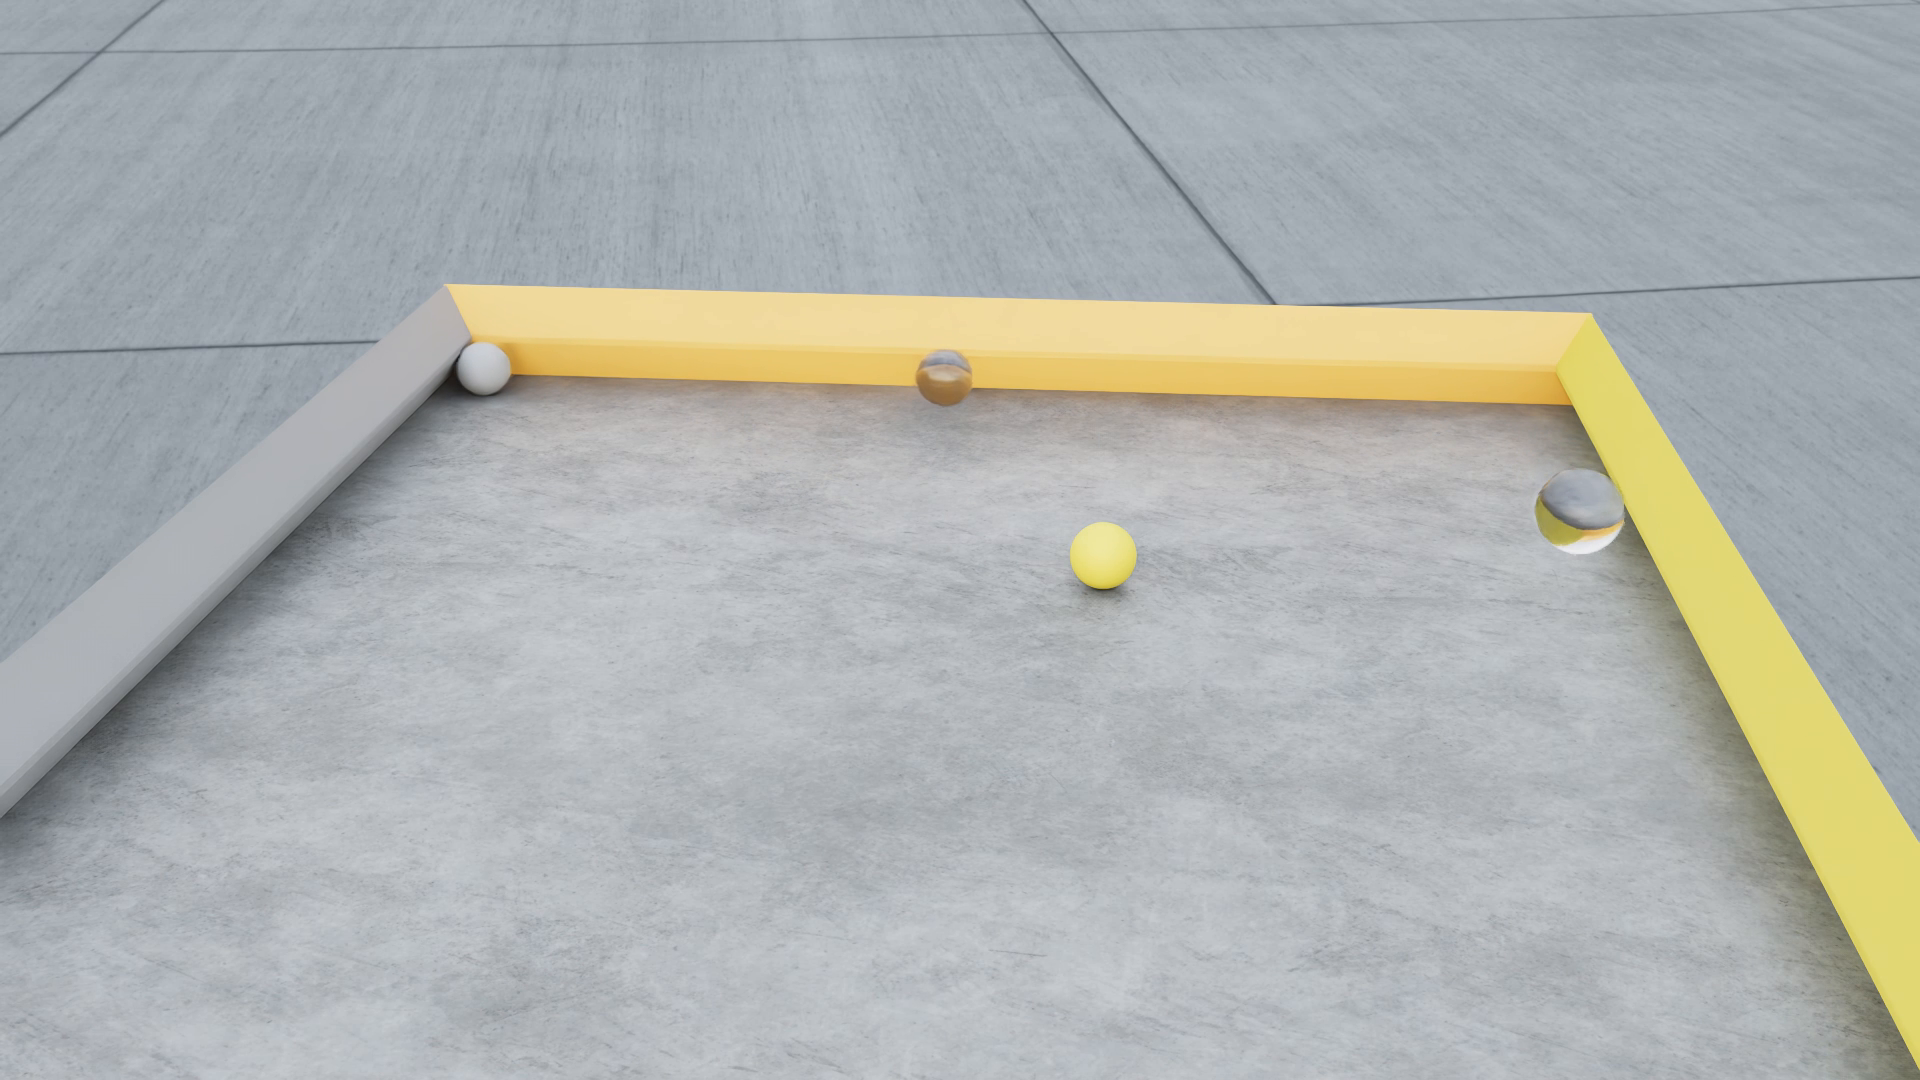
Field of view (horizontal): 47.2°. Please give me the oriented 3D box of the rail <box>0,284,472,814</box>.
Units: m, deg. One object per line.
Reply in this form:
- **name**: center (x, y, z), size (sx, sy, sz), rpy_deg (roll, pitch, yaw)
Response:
- **rail**: center (-0.783, 0.185, 1.788), size (0.045, 0.121, 2.529), rpy_deg (2, 22, 5)

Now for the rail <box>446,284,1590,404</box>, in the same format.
- **rail**: center (0.057, -0.250, 2.872), size (1.501, 0.121, 0.045), rpy_deg (2, 22, 5)

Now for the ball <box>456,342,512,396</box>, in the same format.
- **ball**: center (-0.623, -0.225, 2.880), size (0.070, 0.070, 0.070), rpy_deg (0, 22, 0)

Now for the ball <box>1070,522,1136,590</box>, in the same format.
- **ball**: center (0.149, 0.016, 2.281), size (0.070, 0.070, 0.070), rpy_deg (0, 22, 0)

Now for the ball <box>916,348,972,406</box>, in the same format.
- **ball**: center (-0.020, -0.210, 2.839), size (0.074, 0.074, 0.074), rpy_deg (0, 22, 0)

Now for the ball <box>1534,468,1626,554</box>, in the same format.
- **ball**: center (0.667, -0.031, 2.366), size (0.093, 0.093, 0.093), rpy_deg (0, 22, 0)

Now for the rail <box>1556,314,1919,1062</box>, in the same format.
- **rail**: center (0.664, 0.236, 1.662), size (0.045, 0.121, 2.529), rpy_deg (2, 22, 5)
